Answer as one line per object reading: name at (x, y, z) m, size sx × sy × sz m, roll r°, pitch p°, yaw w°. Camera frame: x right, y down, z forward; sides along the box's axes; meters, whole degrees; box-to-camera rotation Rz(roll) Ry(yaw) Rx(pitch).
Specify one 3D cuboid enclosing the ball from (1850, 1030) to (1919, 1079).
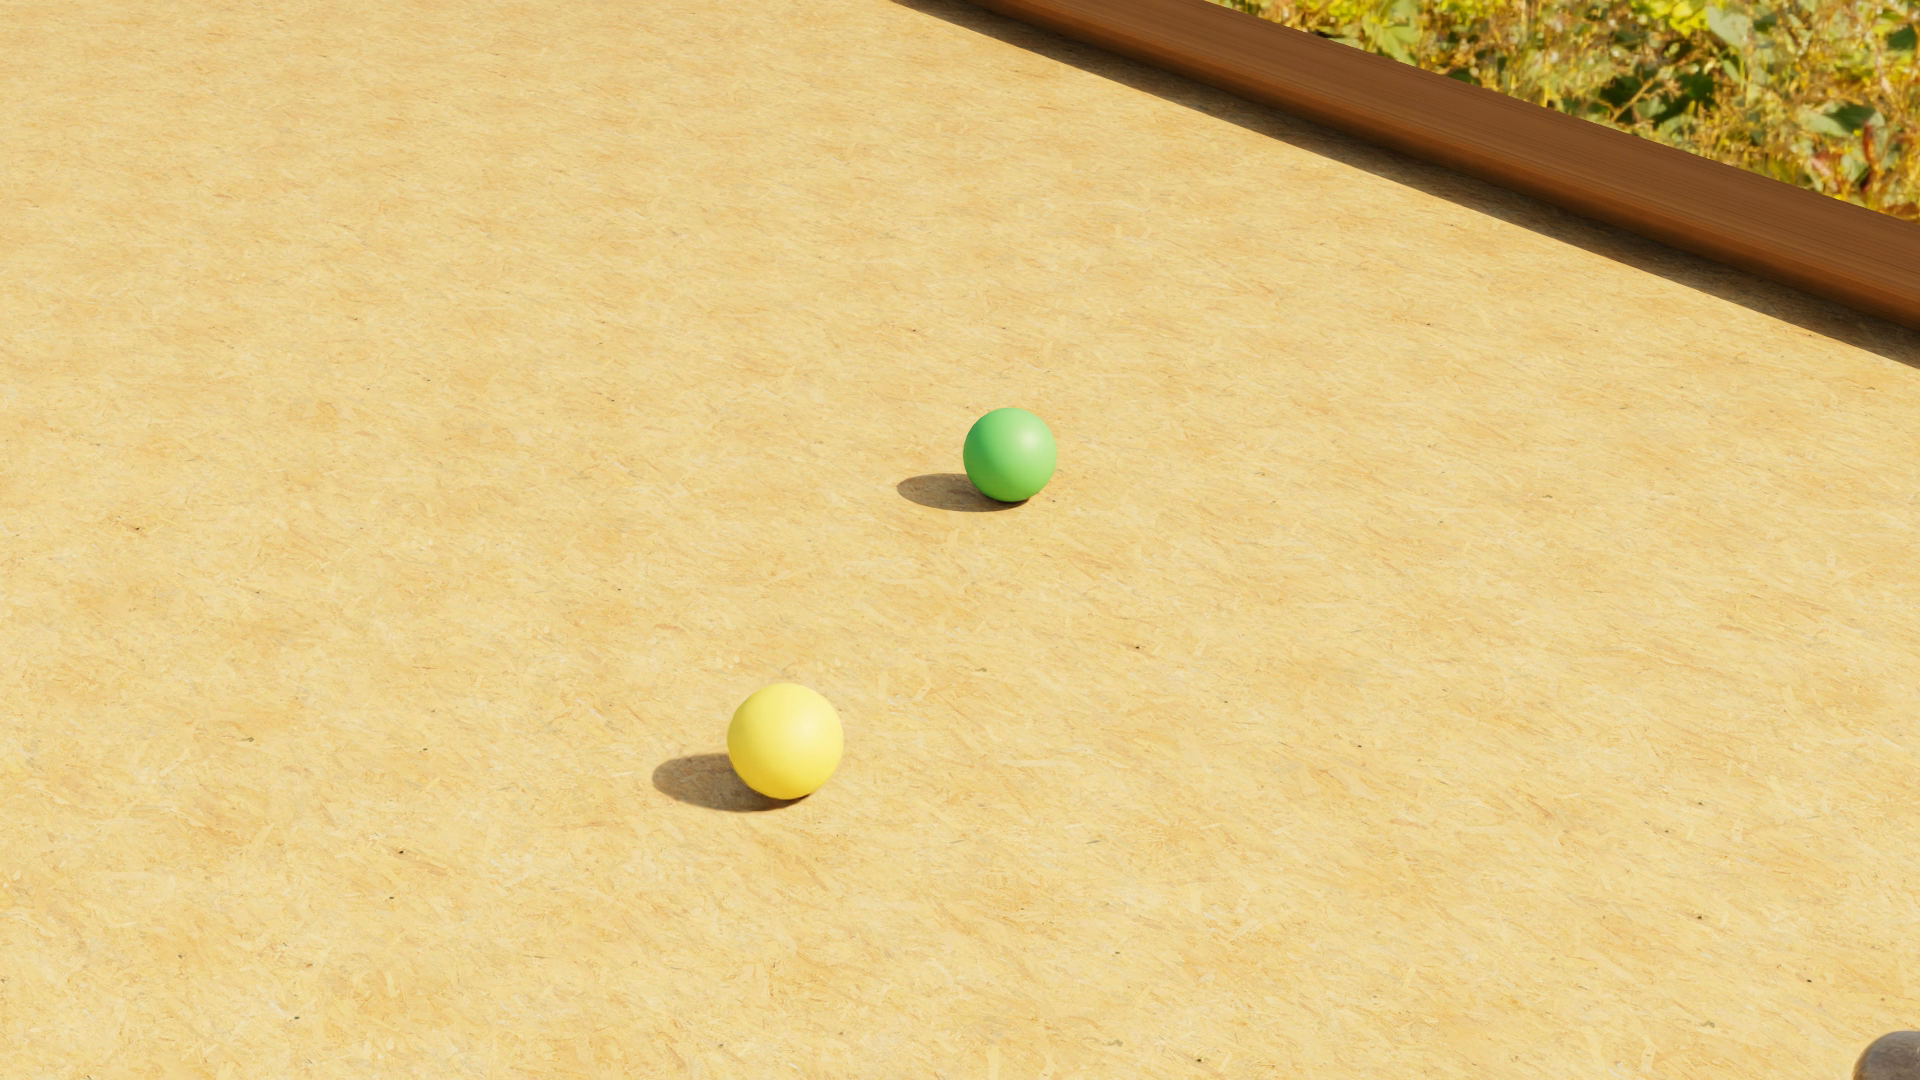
ball at (0.504, 0.290, 1.561) m, size 0.060 × 0.060 × 0.060 m, roll 0°, pitch 25°, yaw 0°

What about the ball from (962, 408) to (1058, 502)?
ball at (0.039, -0.067, 2.324) m, size 0.075 × 0.075 × 0.075 m, roll 0°, pitch 25°, yaw 0°

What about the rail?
rail at (0.267, -0.570, 3.393) m, size 0.045 × 0.097 × 3.704 m, roll -17°, pitch 29°, yaw -32°

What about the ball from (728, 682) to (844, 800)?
ball at (-0.112, 0.129, 1.895) m, size 0.075 × 0.075 × 0.075 m, roll 0°, pitch 25°, yaw 0°
